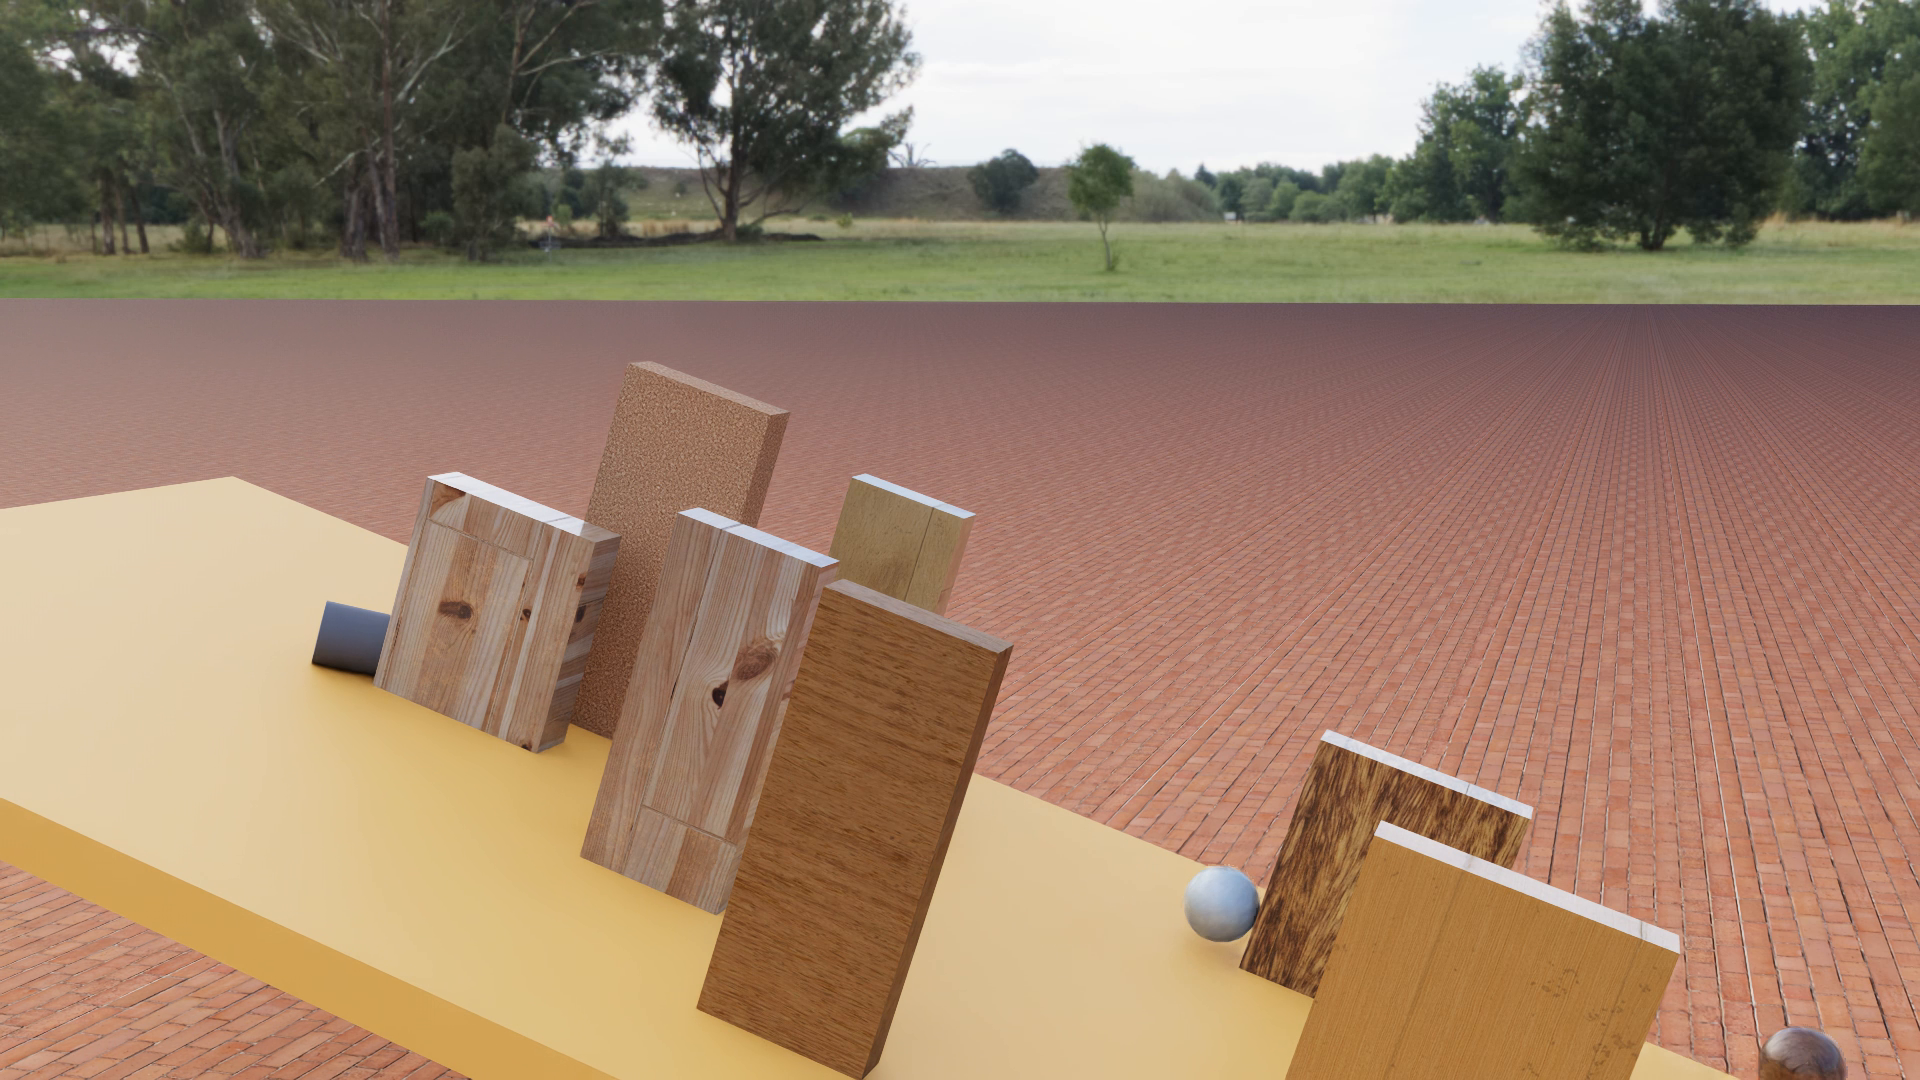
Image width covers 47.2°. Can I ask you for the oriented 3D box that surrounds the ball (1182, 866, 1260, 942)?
[{"bbox_3d":[0.531,0.739,4.466,0.155,0.155,0.155,0,7,0],"label":"ball"}]

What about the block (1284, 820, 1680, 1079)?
[{"bbox_3d":[0.683,0.809,3.130,0.432,0.706,0.087,20,12,14],"label":"block"}]

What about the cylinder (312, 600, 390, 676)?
[{"bbox_3d":[-1.254,0.203,4.531,0.130,0.130,0.130,14,3,-16],"label":"cylinder"}]

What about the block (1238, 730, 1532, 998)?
[{"bbox_3d":[0.846,0.695,4.386,0.427,0.504,0.100,20,12,14],"label":"block"}]

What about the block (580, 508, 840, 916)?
[{"bbox_3d":[-0.449,0.304,3.915,0.280,0.664,0.091,20,12,14],"label":"block"}]

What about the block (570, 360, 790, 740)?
[{"bbox_3d":[-0.627,0.046,4.590,0.328,0.768,0.109,20,12,14],"label":"block"}]

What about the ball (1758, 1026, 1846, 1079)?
[{"bbox_3d":[1.770,1.111,4.626,0.173,0.173,0.173,0,7,0],"label":"ball"}]

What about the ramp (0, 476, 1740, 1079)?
[{"bbox_3d":[-0.357,0.675,4.226,4.000,0.100,2.000,20,12,14],"label":"ramp"}]

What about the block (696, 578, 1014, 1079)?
[{"bbox_3d":[-0.170,0.456,3.461,0.294,0.729,0.088,20,12,14],"label":"block"}]

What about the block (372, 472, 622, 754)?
[{"bbox_3d":[-0.940,0.144,4.459,0.388,0.453,0.119,20,12,14],"label":"block"}]

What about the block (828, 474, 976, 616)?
[{"bbox_3d":[-0.192,0.181,5.008,0.277,0.601,0.093,20,12,14],"label":"block"}]
